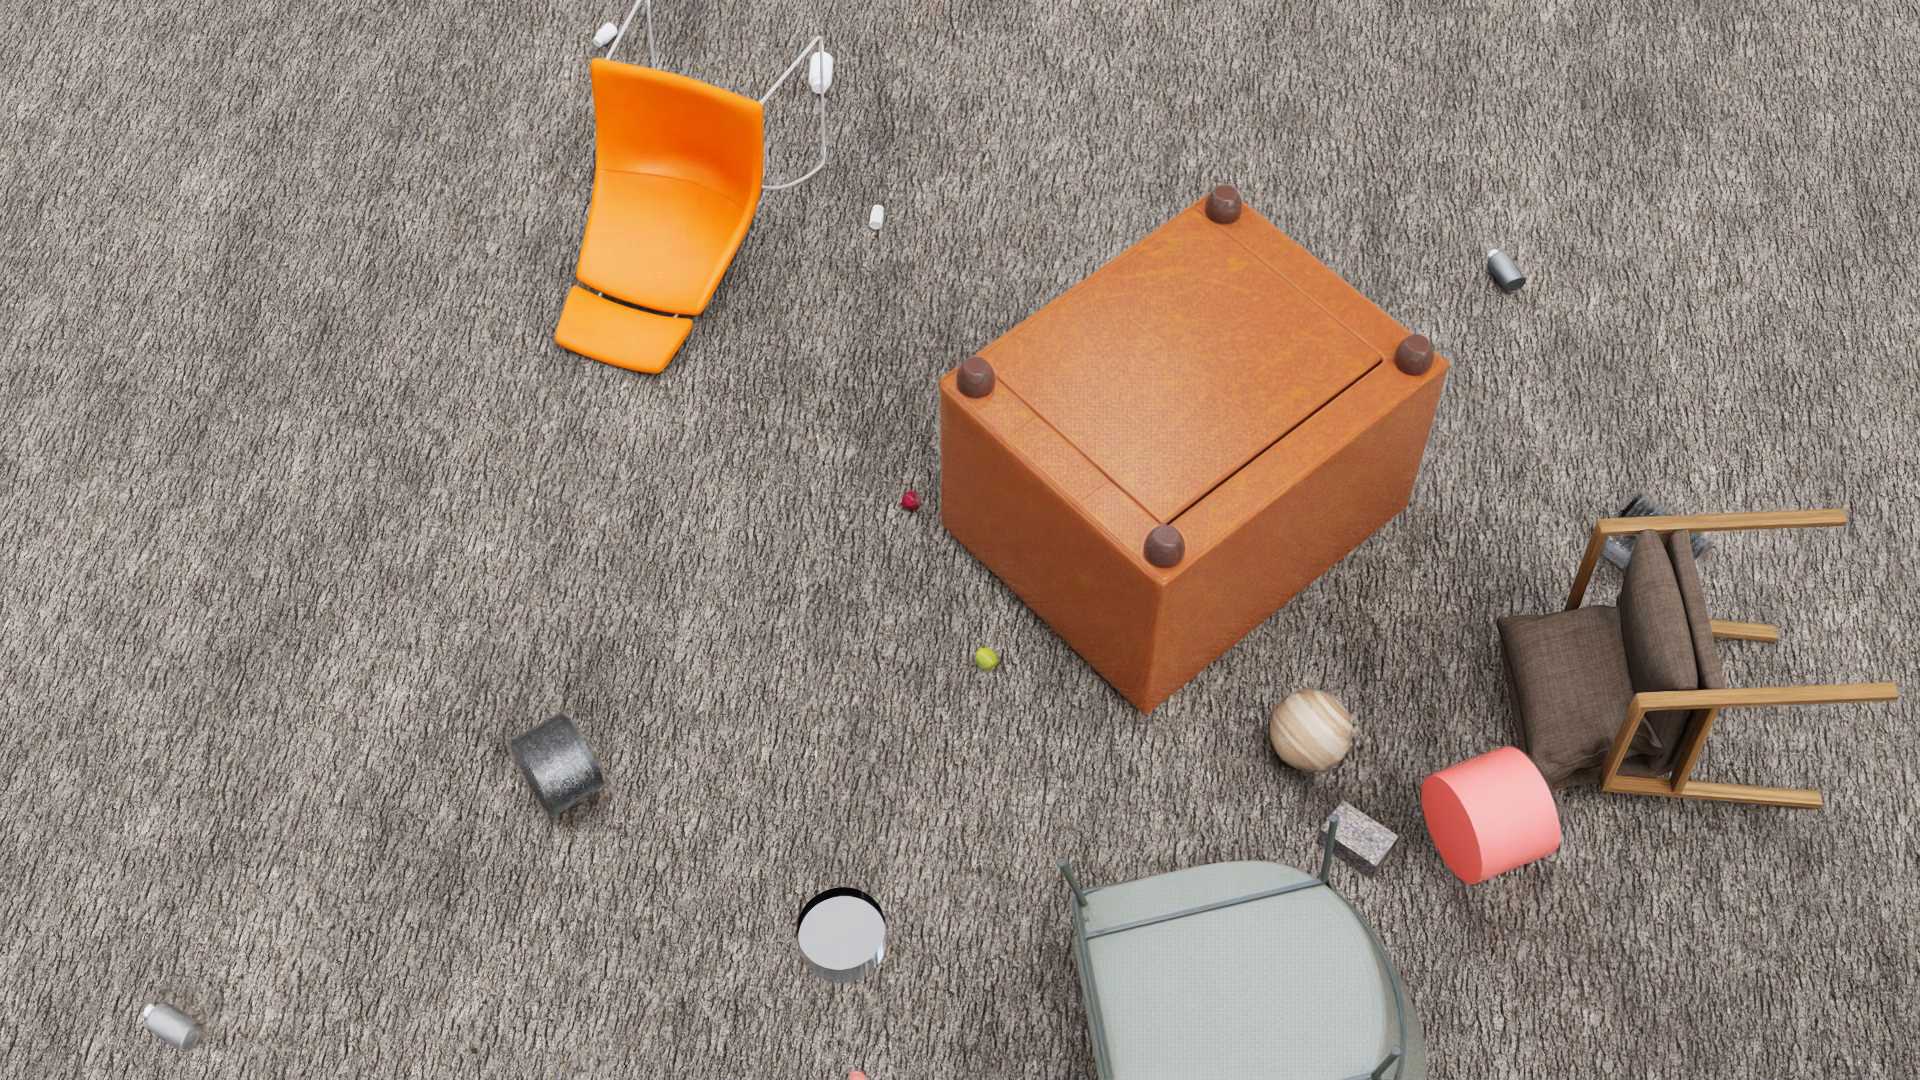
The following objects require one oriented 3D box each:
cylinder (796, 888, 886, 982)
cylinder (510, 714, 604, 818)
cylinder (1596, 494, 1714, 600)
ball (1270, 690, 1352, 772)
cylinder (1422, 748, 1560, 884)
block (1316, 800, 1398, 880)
[{"bbox_3d":[-0.312,1.045,5.819,0.232,0.089,0.236,36,63,22],"label":"cylinder"},{"bbox_3d":[-1.103,0.617,6.023,0.160,0.235,0.220,-31,17,-19],"label":"cylinder"},{"bbox_3d":[2.045,0.018,6.470,0.252,0.152,0.232,38,68,22],"label":"cylinder"},{"bbox_3d":[0.972,0.529,6.083,0.226,0.226,0.226,0,56,0],"label":"ball"},{"bbox_3d":[1.420,0.738,5.894,0.234,0.307,0.306,-18,100,-12],"label":"cylinder"},{"bbox_3d":[1.079,0.814,5.976,0.178,0.086,0.113,33,62,20],"label":"block"}]
